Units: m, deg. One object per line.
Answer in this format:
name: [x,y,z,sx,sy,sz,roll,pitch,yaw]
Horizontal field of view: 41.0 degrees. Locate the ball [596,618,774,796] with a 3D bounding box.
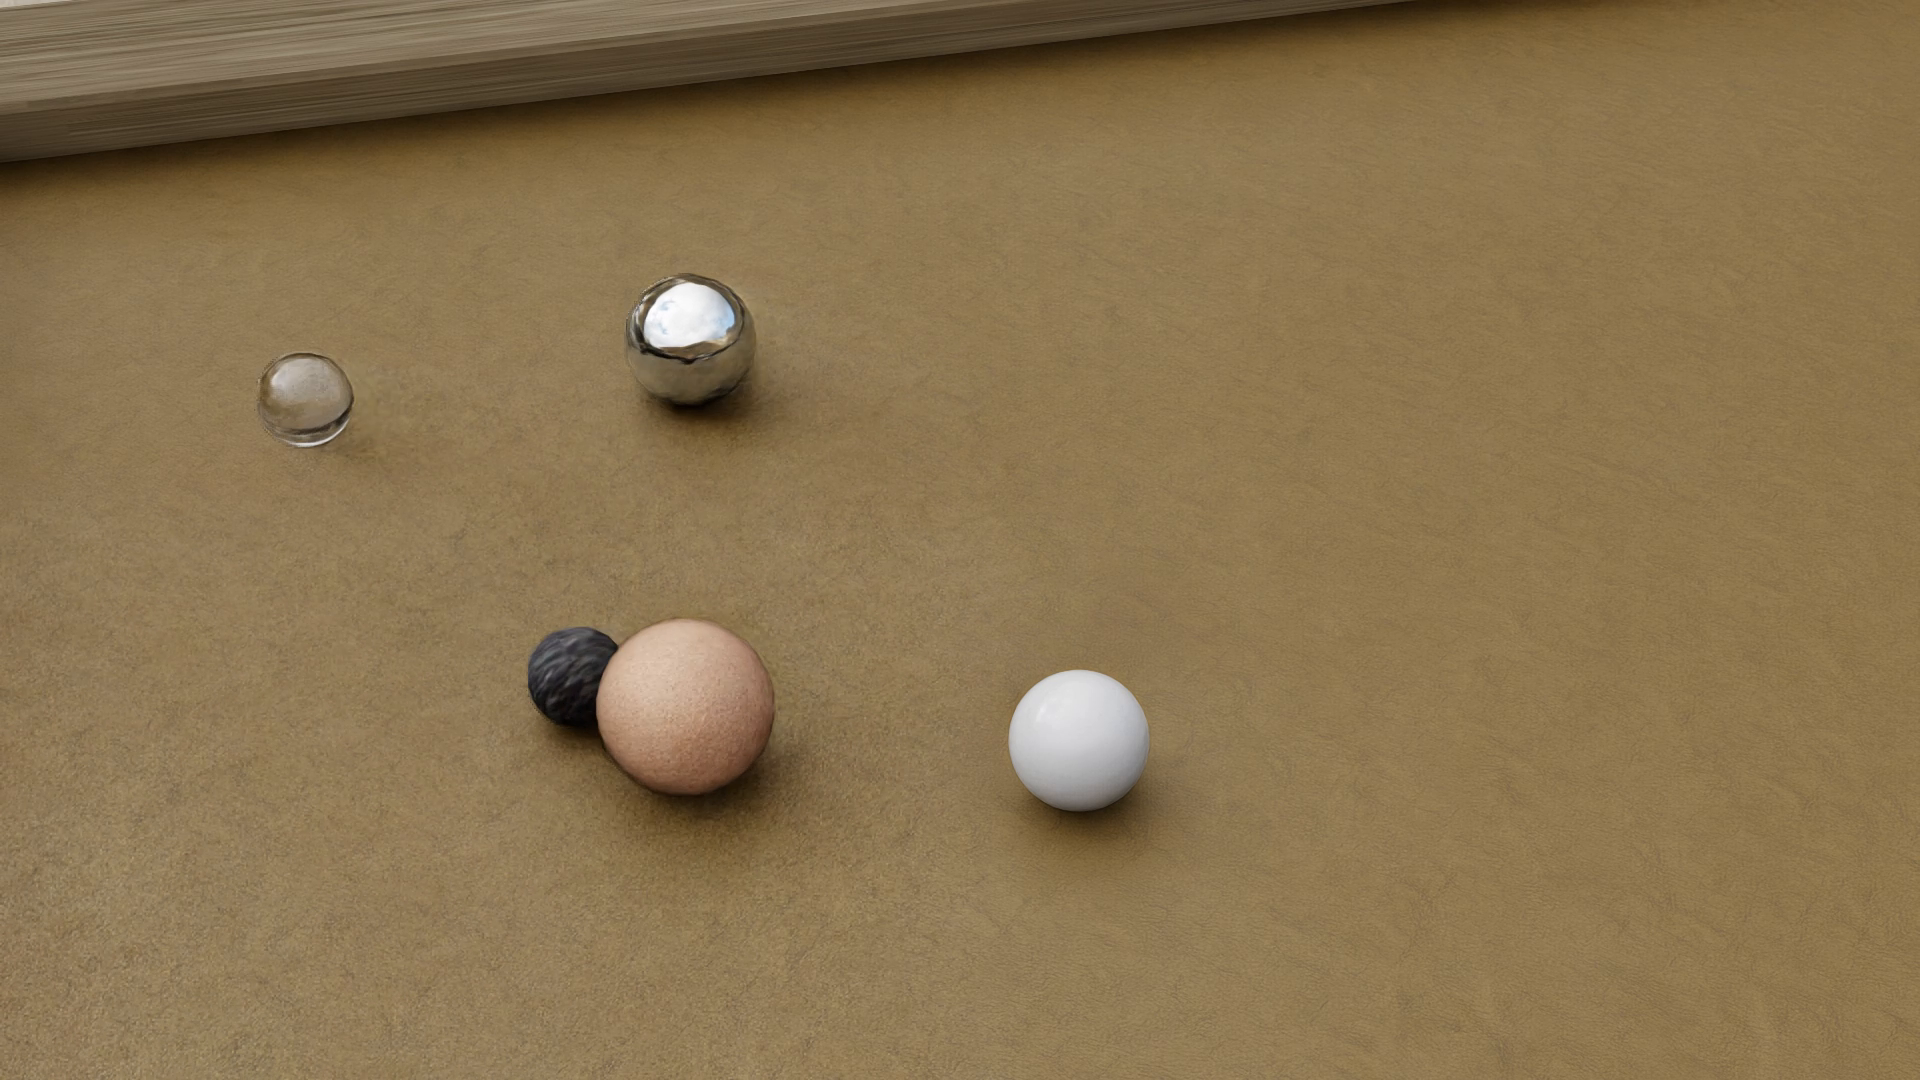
ball: [-0.153,0.093,1.435,0.100,0.100,0.100,0,36,0]

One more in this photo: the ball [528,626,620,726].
ball: [-0.222,0.079,1.490,0.058,0.058,0.058,0,36,0]

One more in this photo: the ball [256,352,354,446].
ball: [-0.441,-0.095,1.728,0.064,0.064,0.064,0,36,0]

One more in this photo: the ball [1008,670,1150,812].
ball: [0.066,0.112,1.427,0.079,0.079,0.079,0,36,0]

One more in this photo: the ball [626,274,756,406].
ball: [-0.185,-0.137,1.766,0.090,0.090,0.090,0,36,0]

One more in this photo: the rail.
rail: [0.479,-0.543,2.297,2.782,0.129,0.045,-9,36,-12]
